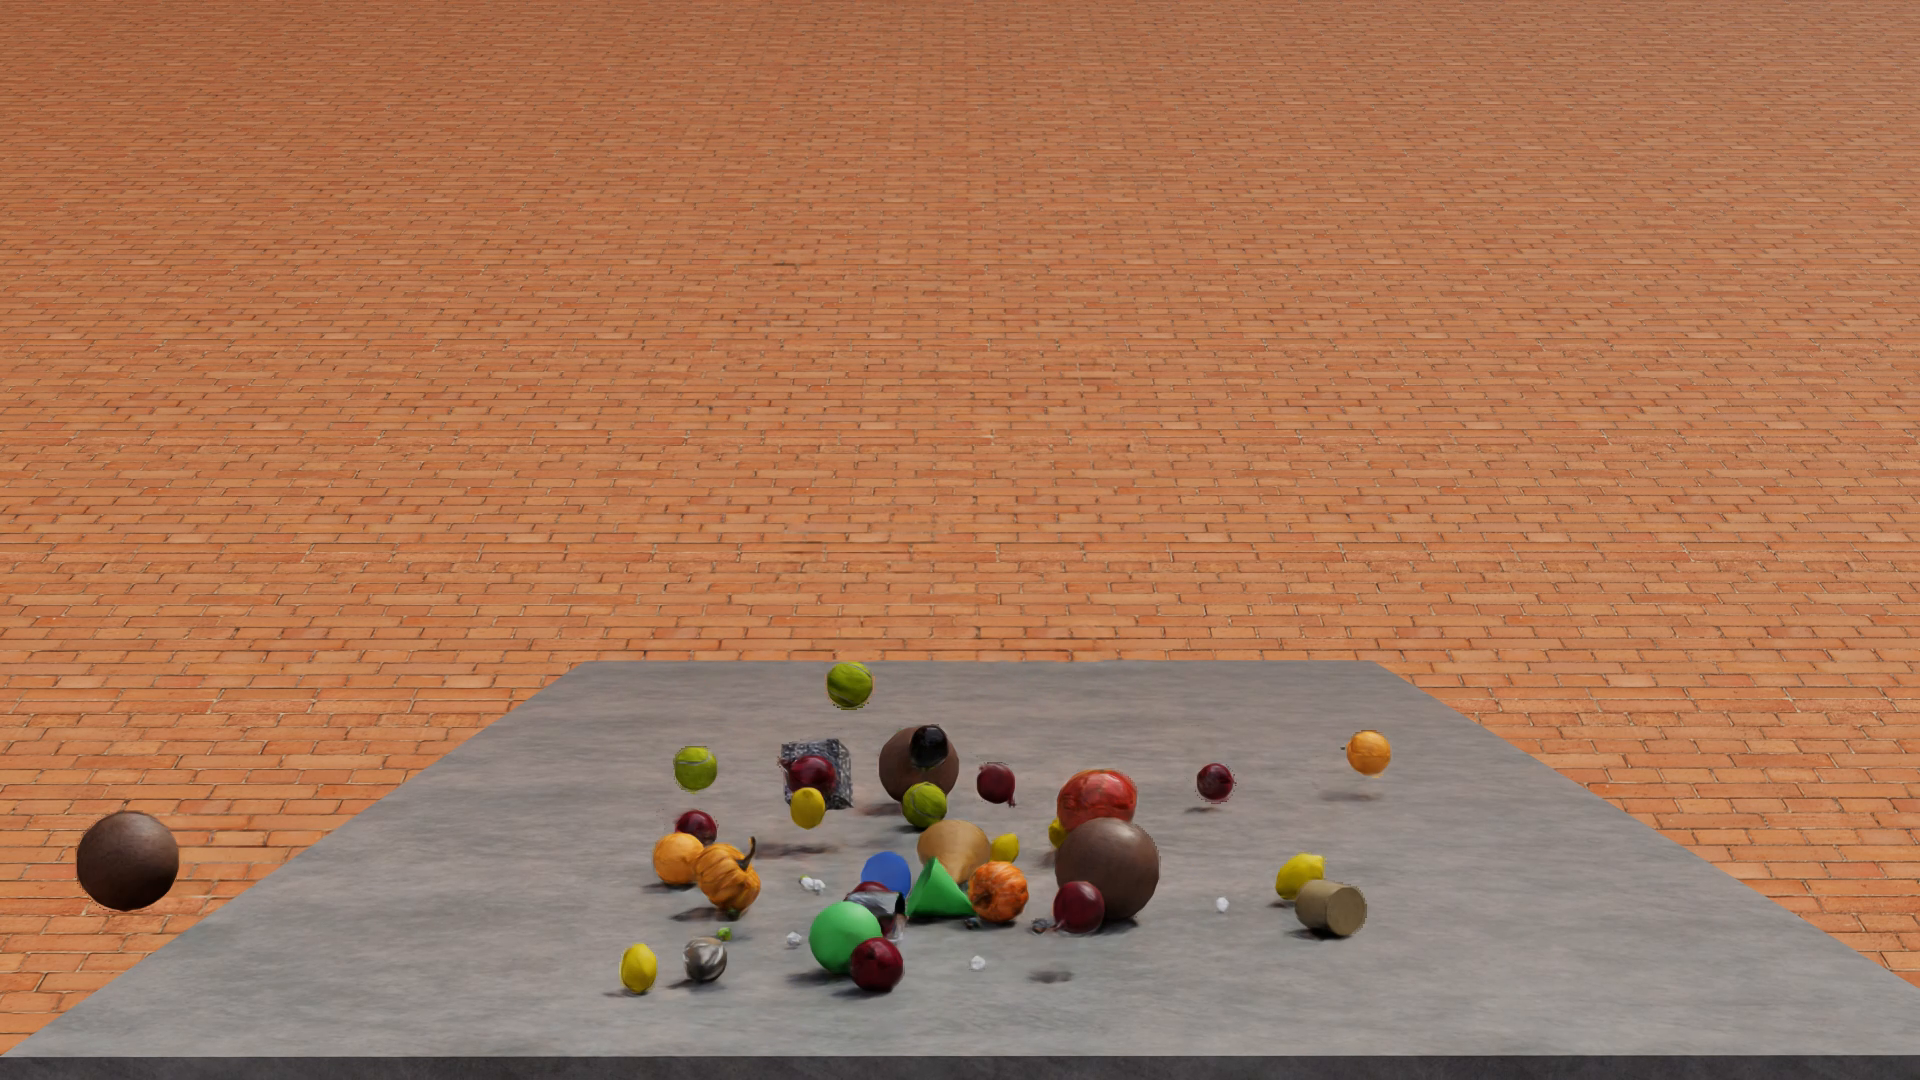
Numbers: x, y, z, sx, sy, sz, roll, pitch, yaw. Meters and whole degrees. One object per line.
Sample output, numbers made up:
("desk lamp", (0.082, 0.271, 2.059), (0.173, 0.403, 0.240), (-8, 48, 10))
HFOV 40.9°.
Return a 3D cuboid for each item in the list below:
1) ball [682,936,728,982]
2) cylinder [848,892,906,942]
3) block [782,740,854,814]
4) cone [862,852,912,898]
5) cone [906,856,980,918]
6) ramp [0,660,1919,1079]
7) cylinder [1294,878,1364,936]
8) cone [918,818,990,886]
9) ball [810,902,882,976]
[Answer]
("ball", (-0.284, 0.467, 2.863), (0.050, 0.050, 0.050), (0, 22, 0))
("cylinder", (-0.101, 0.450, 3.072), (0.059, 0.059, 0.059), (0, 21, 11))
("block", (-0.206, 0.344, 3.735), (0.082, 0.082, 0.082), (-7, -20, 8))
("cone", (-0.080, 0.438, 3.321), (0.071, 0.071, 0.071), (11, -2, 25))
("cone", (-0.012, 0.453, 3.224), (0.085, 0.085, 0.085), (26, 21, -7))
("ramp", (0.050, 0.457, 4.533), (2.000, 0.100, 4.000), (0, 3, 0))
("cylinder", (0.450, 0.447, 3.131), (0.060, 0.060, 0.060), (-13, 10, -30))
("cone", (-0.010, 0.437, 3.399), (0.099, 0.099, 0.099), (1, 25, 3))
("ball", (-0.129, 0.449, 2.897), (0.082, 0.082, 0.082), (0, 22, 0))
